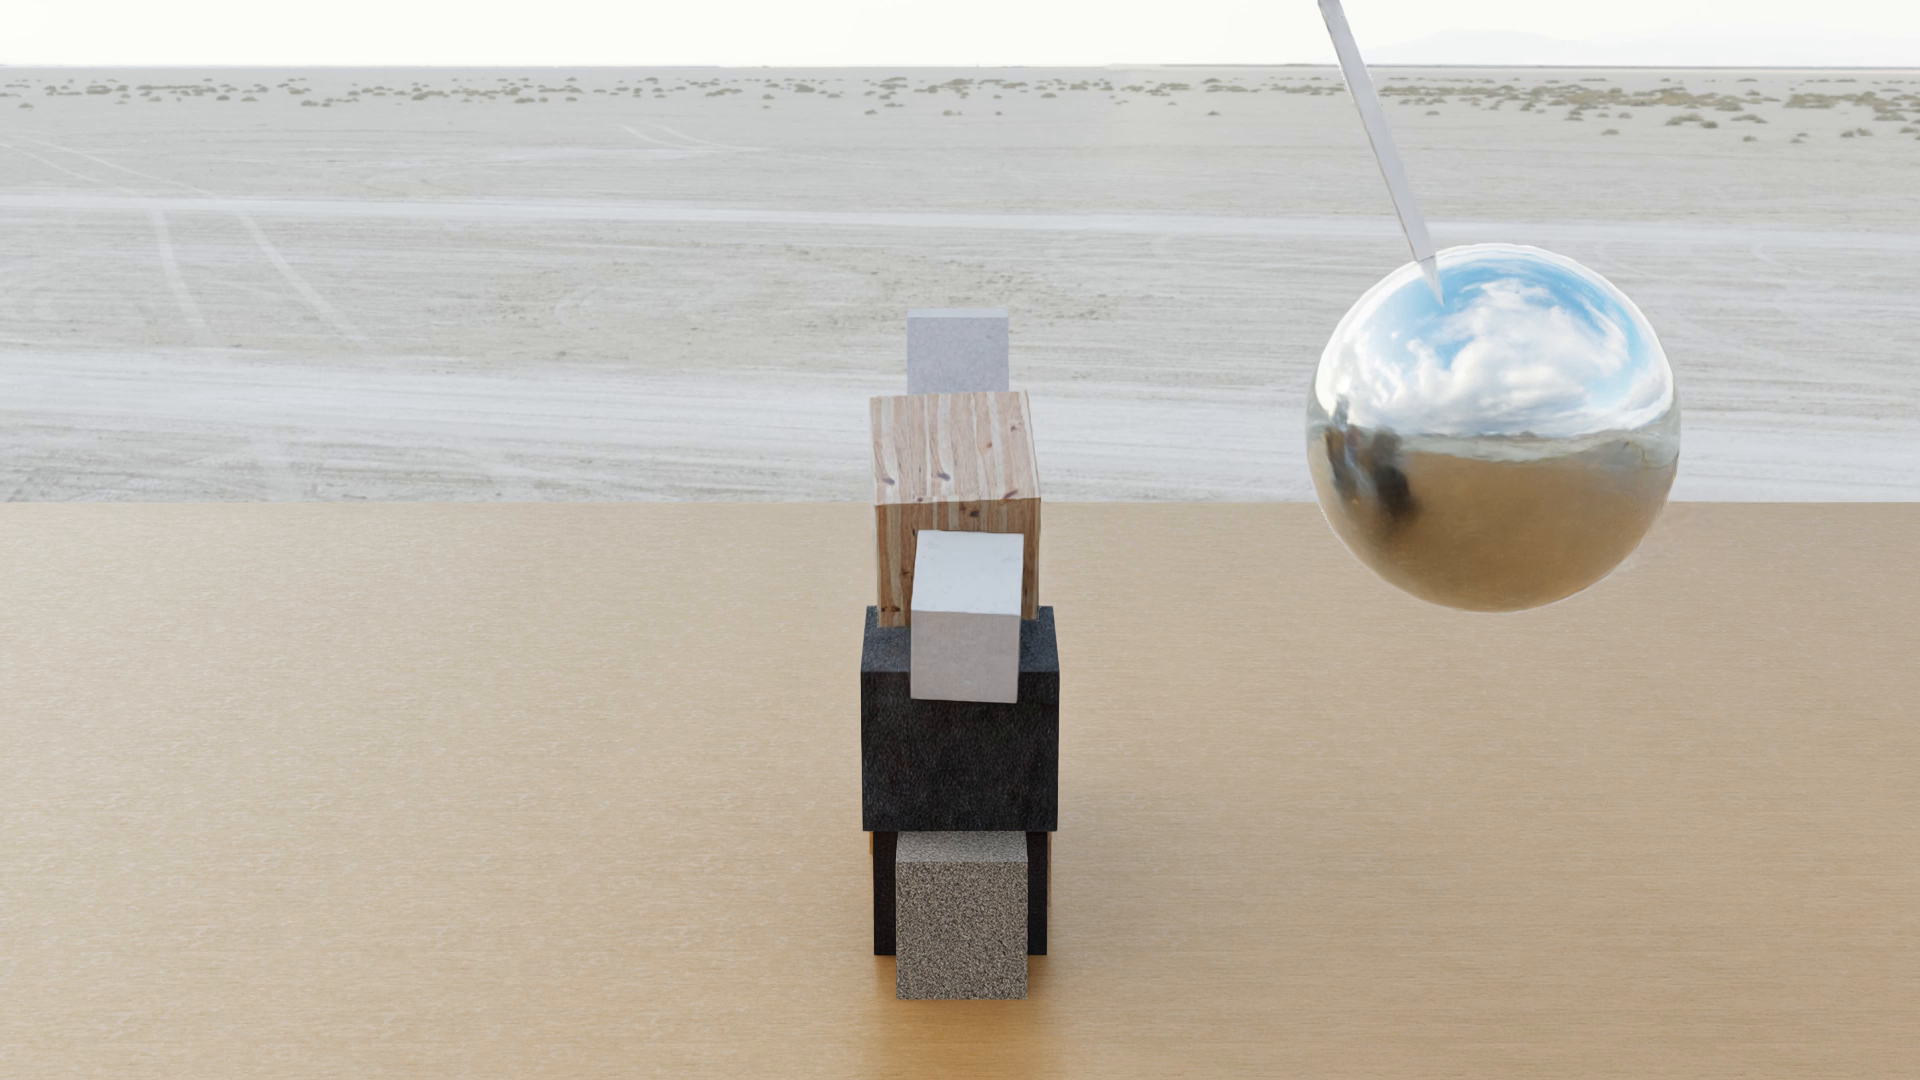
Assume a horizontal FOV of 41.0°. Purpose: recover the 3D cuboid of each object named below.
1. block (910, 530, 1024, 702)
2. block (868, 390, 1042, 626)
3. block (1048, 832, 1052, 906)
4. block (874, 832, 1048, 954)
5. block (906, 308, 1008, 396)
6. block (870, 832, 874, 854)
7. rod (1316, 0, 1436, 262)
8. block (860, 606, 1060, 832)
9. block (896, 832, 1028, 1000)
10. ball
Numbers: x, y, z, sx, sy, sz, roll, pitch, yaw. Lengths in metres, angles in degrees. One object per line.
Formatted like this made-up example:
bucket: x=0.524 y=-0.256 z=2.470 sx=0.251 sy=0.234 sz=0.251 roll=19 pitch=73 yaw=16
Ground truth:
block: x=0.028 y=0.291 z=9.819 sx=0.404 sy=0.466 sz=0.447 roll=2 pitch=42 yaw=2
block: x=-0.027 y=-0.126 z=10.203 sx=0.632 sy=0.658 sz=0.634 roll=-2 pitch=44 yaw=-3
block: x=0.012 y=1.130 z=11.254 sx=0.756 sy=0.751 sz=0.730 roll=0 pitch=10 yaw=0
block: x=0.001 y=1.349 z=10.603 sx=0.698 sy=0.553 sz=0.606 roll=0 pitch=10 yaw=0
block: x=-0.010 y=-0.757 z=11.528 sx=0.447 sy=0.529 sz=0.441 roll=0 pitch=10 yaw=0
block: x=-0.017 y=0.952 z=12.017 sx=0.789 sy=0.828 sz=0.818 roll=0 pitch=10 yaw=0
rod: x=0.994 y=-3.571 z=10.531 sx=0.080 sy=5.200 sz=0.080 roll=-22 pitch=10 yaw=4
block: x=0.000 y=0.714 z=10.387 sx=0.771 sy=0.679 sz=0.738 roll=0 pitch=19 yaw=0
block: x=0.007 y=1.451 z=10.048 sx=0.503 sy=0.551 sz=0.491 roll=0 pitch=10 yaw=0
ball: x=2.295 y=-0.481 z=11.093 sx=1.600 sy=1.600 sz=1.600 roll=0 pitch=10 yaw=0
